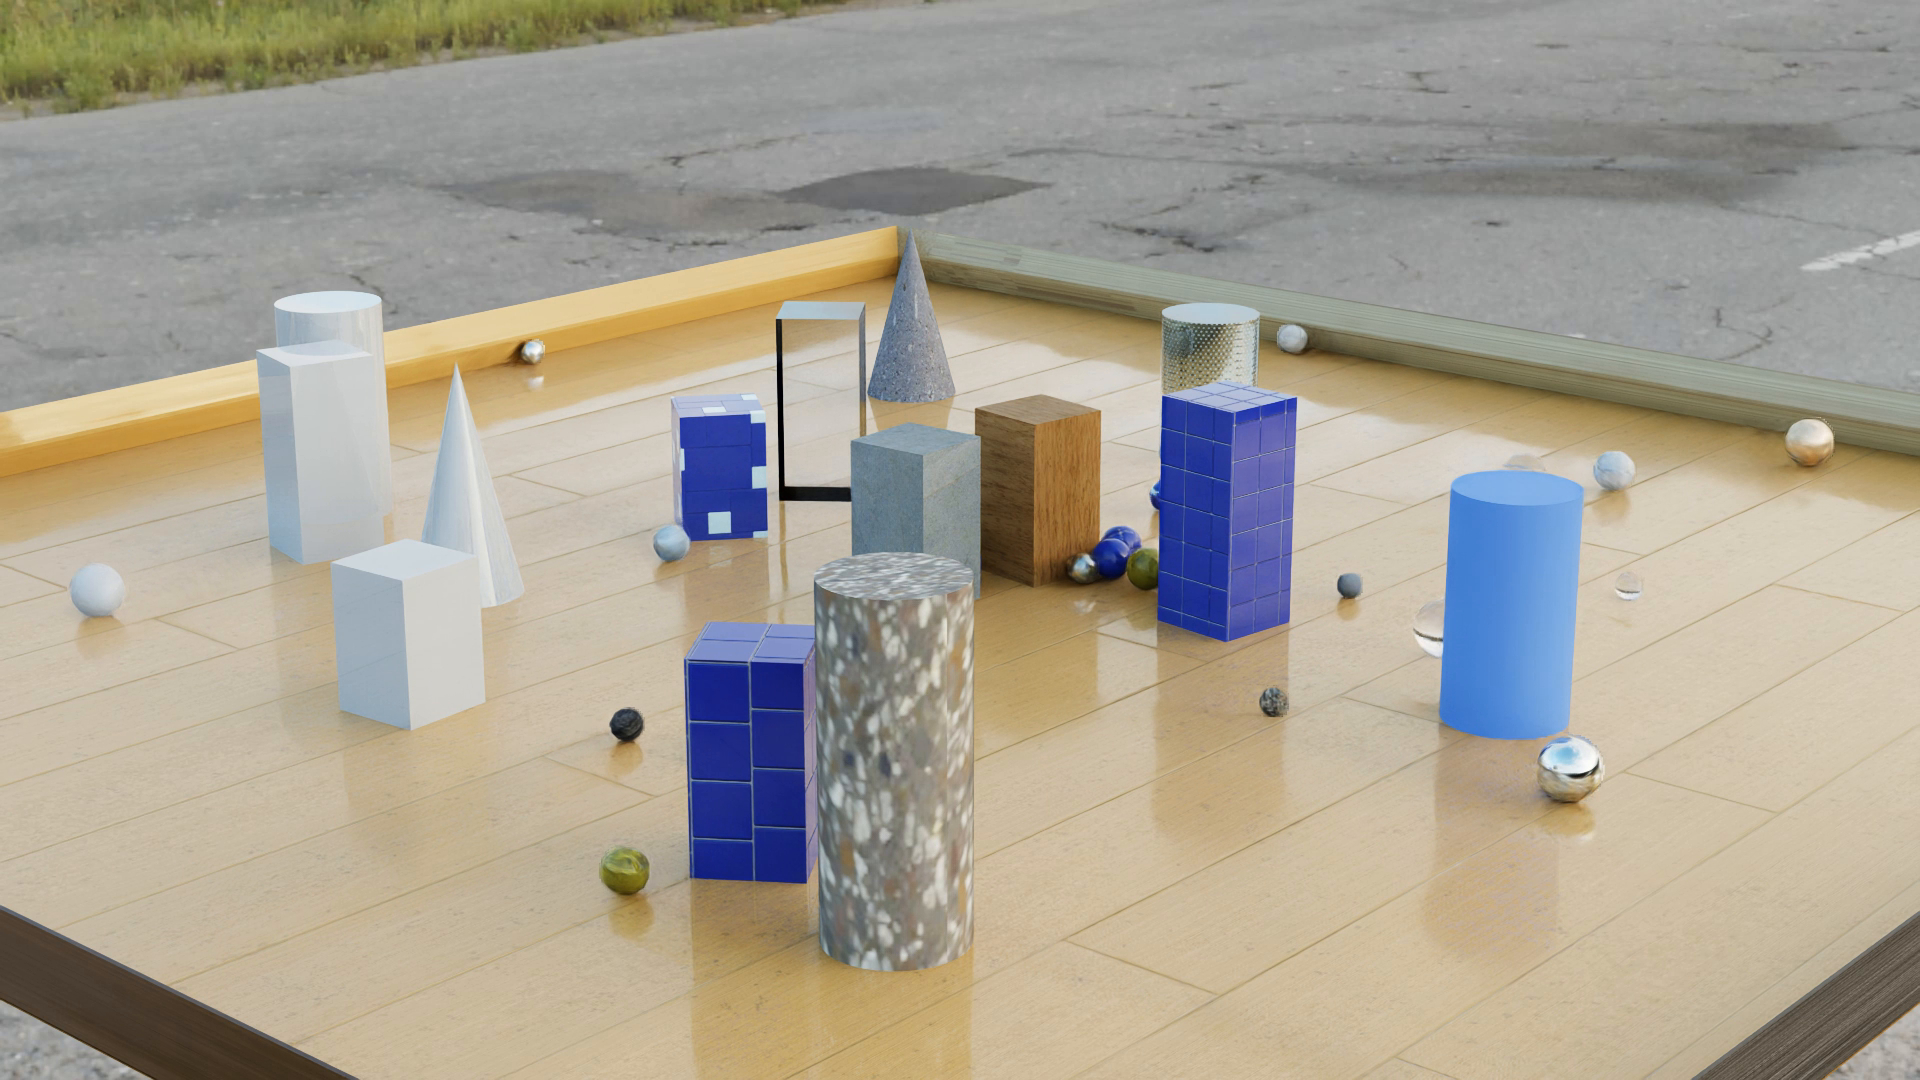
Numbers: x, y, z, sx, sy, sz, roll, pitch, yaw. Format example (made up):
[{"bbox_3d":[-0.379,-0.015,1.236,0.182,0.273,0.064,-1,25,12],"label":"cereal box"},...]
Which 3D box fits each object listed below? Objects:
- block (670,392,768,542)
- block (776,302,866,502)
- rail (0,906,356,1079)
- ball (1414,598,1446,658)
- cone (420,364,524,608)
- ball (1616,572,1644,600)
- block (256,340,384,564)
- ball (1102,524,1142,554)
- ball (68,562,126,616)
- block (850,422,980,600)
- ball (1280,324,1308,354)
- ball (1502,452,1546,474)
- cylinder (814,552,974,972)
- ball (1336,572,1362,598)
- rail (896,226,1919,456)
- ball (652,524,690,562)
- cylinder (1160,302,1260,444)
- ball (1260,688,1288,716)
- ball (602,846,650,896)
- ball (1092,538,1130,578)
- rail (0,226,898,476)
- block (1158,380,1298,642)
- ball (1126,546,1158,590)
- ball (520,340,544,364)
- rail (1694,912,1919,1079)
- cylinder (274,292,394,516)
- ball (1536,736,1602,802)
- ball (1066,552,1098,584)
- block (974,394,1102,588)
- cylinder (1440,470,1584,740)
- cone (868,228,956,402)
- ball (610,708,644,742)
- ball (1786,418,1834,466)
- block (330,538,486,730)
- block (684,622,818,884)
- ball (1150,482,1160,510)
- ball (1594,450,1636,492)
[{"bbox_3d":[-0.452,-0.138,5.498,0.159,0.238,0.159,-3,17,-11],"label":"block"},{"bbox_3d":[-0.269,-0.271,5.727,0.159,0.362,0.159,1,17,3],"label":"block"},{"bbox_3d":[-1.292,0.461,3.695,3.908,0.129,0.045,14,22,39],"label":"rail"},{"bbox_3d":[0.793,0.145,4.802,0.099,0.099,0.099,0,17,0],"label":"ball"},{"bbox_3d":[-0.865,-0.108,5.091,0.198,0.417,0.198,0,17,0],"label":"cone"},{"bbox_3d":[1.165,0.080,5.101,0.050,0.050,0.050,0,17,0],"label":"ball"},{"bbox_3d":[-1.167,-0.162,5.355,0.159,0.368,0.159,-11,20,-33],"label":"block"},{"bbox_3d":[0.291,0.011,5.288,0.075,0.075,0.075,0,17,0],"label":"ball"},{"bbox_3d":[-1.475,0.085,5.012,0.092,0.092,0.092,0,17,0],"label":"ball"},{"bbox_3d":[-0.076,-0.035,5.064,0.159,0.291,0.159,13,21,36],"label":"block"},{"bbox_3d":[0.786,-0.473,6.909,0.067,0.067,0.067,0,17,0],"label":"ball"},{"bbox_3d":[1.102,-0.128,5.733,0.085,0.085,0.085,0,17,0],"label":"ball"},{"bbox_3d":[-0.081,0.277,3.689,0.198,0.487,0.198,0,17,0],"label":"cylinder"},{"bbox_3d":[0.680,0.079,5.116,0.044,0.044,0.044,0,17,0],"label":"ball"},{"bbox_3d":[1.292,-0.397,6.544,3.908,0.129,0.045,14,22,39],"label":"rail"},{"bbox_3d":[-0.524,0.005,5.322,0.066,0.066,0.066,0,17,0],"label":"ball"},{"bbox_3d":[0.508,-0.316,5.981,0.198,0.300,0.198,0,17,0],"label":"cylinder"},{"bbox_3d":[0.486,0.252,4.541,0.045,0.045,0.045,0,17,0],"label":"ball"},{"bbox_3d":[-0.443,0.438,3.887,0.065,0.065,0.065,0,17,0],"label":"ball"},{"bbox_3d":[0.269,0.033,5.220,0.072,0.072,0.072,0,17,0],"label":"ball"},{"bbox_3d":[-1.457,-0.333,6.331,0.045,0.129,3.988,14,22,39],"label":"rail"},{"bbox_3d":[0.449,-0.051,4.939,0.159,0.395,0.159,-15,22,-40],"label":"block"},{"bbox_3d":[0.331,0.050,5.154,0.077,0.077,0.077,0,17,0],"label":"ball"},{"bbox_3d":[-0.994,-0.436,6.806,0.055,0.055,0.055,0,17,0],"label":"ball"},{"bbox_3d":[1.457,0.397,3.908,0.045,0.129,3.988,14,22,39],"label":"rail"},{"bbox_3d":[-1.192,-0.253,5.586,0.198,0.409,0.198,0,17,0],"label":"cylinder"},{"bbox_3d":[0.873,0.328,4.201,0.094,0.094,0.094,0,17,0],"label":"ball"},{"bbox_3d":[0.215,0.050,5.191,0.056,0.056,0.056,0,17,0],"label":"ball"},{"bbox_3d":[0.138,-0.090,5.238,0.159,0.297,0.159,-14,22,-39],"label":"block"},{"bbox_3d":[0.843,0.098,4.489,0.198,0.370,0.198,0,17,0],"label":"cylinder"},{"bbox_3d":[-0.108,-0.511,6.497,0.198,0.376,0.198,0,17,0],"label":"cone"},{"bbox_3d":[-0.505,0.280,4.438,0.050,0.050,0.050,0,17,0],"label":"ball"},{"bbox_3d":[1.723,-0.199,5.946,0.096,0.096,0.096,0,17,0],"label":"ball"},{"bbox_3d":[-0.857,0.145,4.557,0.159,0.240,0.159,12,21,35],"label":"block"},{"bbox_3d":[-0.275,0.286,3.966,0.159,0.312,0.159,2,17,6],"label":"block"},{"bbox_3d":[0.393,-0.085,5.632,0.060,0.060,0.060,0,17,0],"label":"ball"},{"bbox_3d":[1.287,-0.136,5.767,0.081,0.081,0.081,0,17,0],"label":"ball"}]
